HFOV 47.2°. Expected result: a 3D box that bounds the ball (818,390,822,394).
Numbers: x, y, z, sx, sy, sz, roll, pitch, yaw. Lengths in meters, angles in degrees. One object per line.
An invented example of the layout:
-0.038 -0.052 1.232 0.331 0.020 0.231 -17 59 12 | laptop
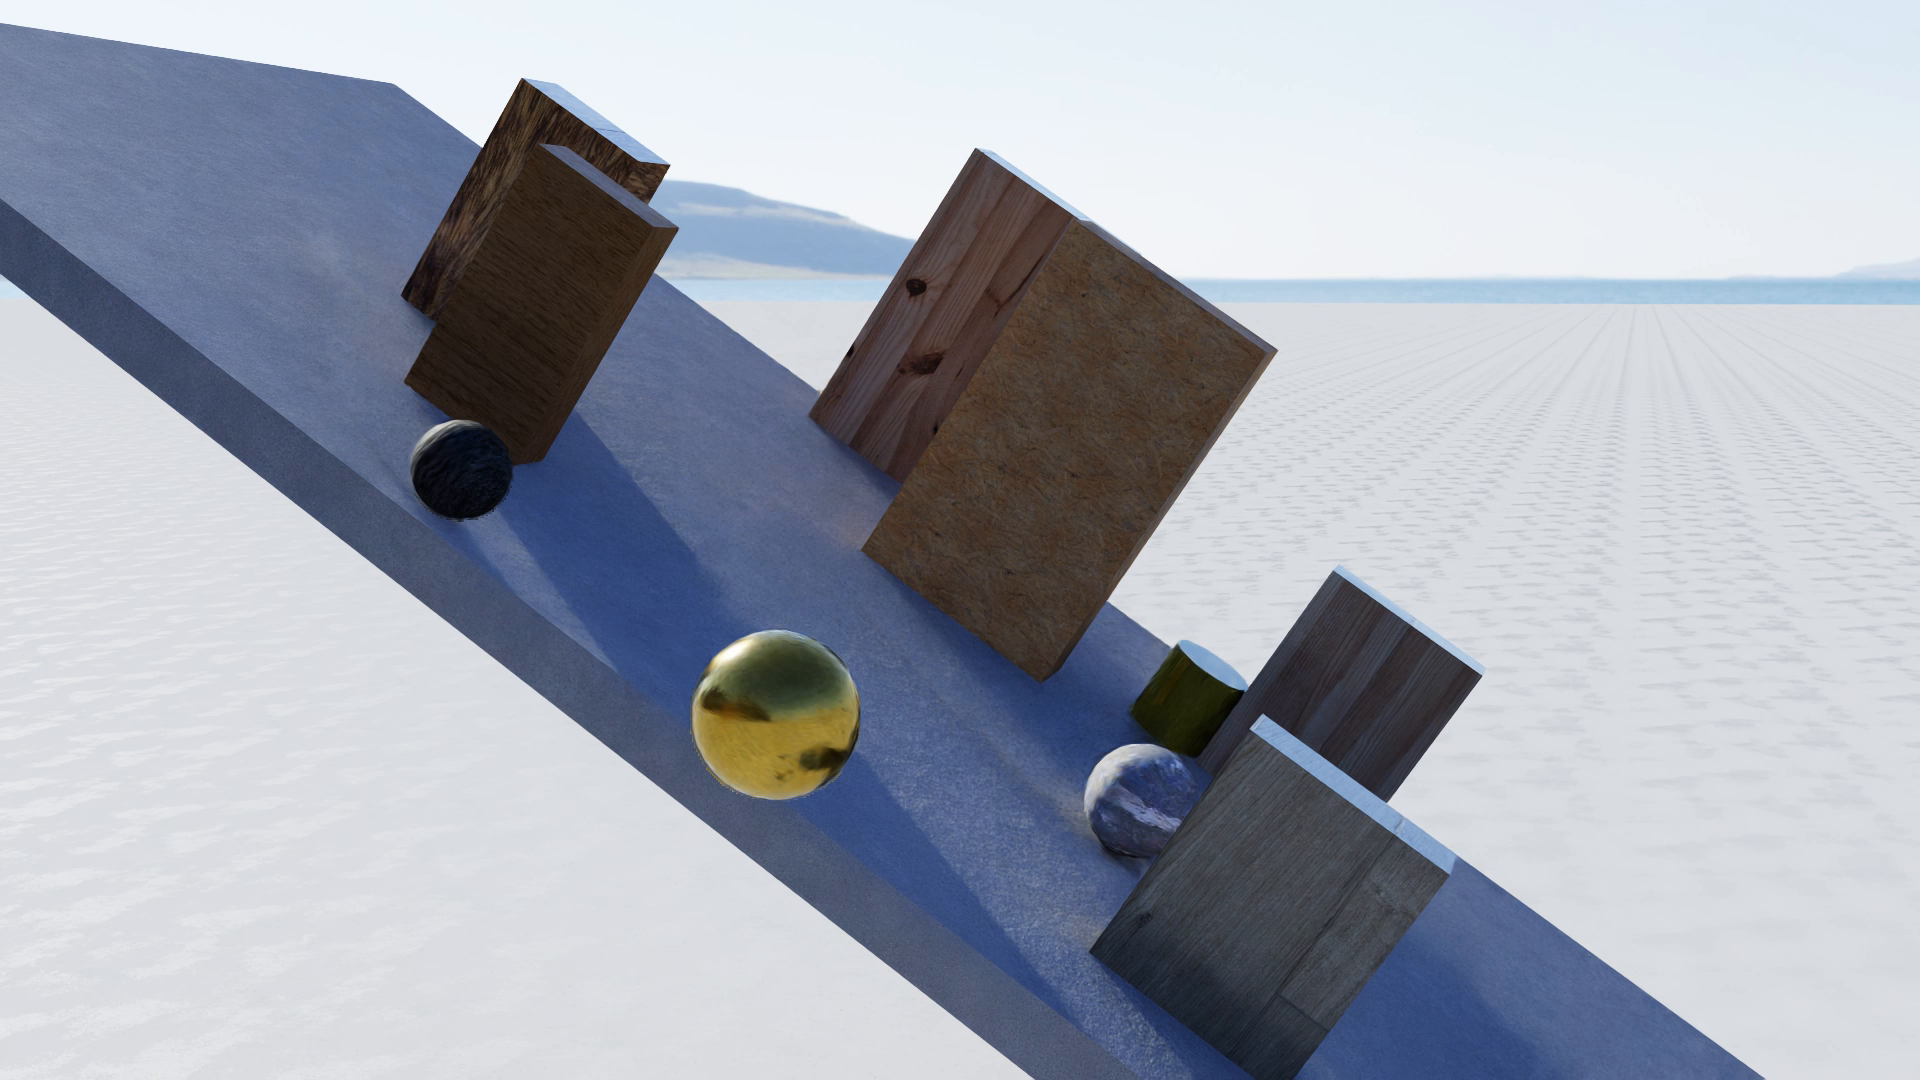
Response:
-0.370 -0.302 5.583 0.157 0.157 0.157 0 7 0 | ball

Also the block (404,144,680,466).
-0.694 -0.387 3.638 0.243 0.467 0.100 36 15 10 | block

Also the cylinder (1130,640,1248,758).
0.457 0.315 4.377 0.169 0.169 0.169 31 15 -9 | cylinder

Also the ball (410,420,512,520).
-0.743 -0.105 3.279 0.148 0.148 0.148 0 7 0 | ball

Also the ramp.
-0.116 0.198 4.094 4.000 0.100 2.000 36 15 10 | ramp

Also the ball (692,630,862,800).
-0.194 0.184 2.321 0.179 0.179 0.179 0 7 0 | ball

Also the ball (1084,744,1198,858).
0.302 0.434 3.661 0.191 0.191 0.191 0 7 0 | ball

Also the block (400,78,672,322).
-0.777 -0.566 4.023 0.272 0.466 0.138 36 15 10 | block

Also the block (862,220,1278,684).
0.203 -0.168 4.215 0.438 0.766 0.134 36 15 10 | block

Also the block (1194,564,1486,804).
0.738 0.343 4.284 0.343 0.474 0.092 36 15 10 | block

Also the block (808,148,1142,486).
0.028 -0.449 4.844 0.410 0.704 0.129 36 15 10 | block

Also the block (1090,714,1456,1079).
0.455 0.533 3.222 0.344 0.421 0.116 36 15 10 | block
